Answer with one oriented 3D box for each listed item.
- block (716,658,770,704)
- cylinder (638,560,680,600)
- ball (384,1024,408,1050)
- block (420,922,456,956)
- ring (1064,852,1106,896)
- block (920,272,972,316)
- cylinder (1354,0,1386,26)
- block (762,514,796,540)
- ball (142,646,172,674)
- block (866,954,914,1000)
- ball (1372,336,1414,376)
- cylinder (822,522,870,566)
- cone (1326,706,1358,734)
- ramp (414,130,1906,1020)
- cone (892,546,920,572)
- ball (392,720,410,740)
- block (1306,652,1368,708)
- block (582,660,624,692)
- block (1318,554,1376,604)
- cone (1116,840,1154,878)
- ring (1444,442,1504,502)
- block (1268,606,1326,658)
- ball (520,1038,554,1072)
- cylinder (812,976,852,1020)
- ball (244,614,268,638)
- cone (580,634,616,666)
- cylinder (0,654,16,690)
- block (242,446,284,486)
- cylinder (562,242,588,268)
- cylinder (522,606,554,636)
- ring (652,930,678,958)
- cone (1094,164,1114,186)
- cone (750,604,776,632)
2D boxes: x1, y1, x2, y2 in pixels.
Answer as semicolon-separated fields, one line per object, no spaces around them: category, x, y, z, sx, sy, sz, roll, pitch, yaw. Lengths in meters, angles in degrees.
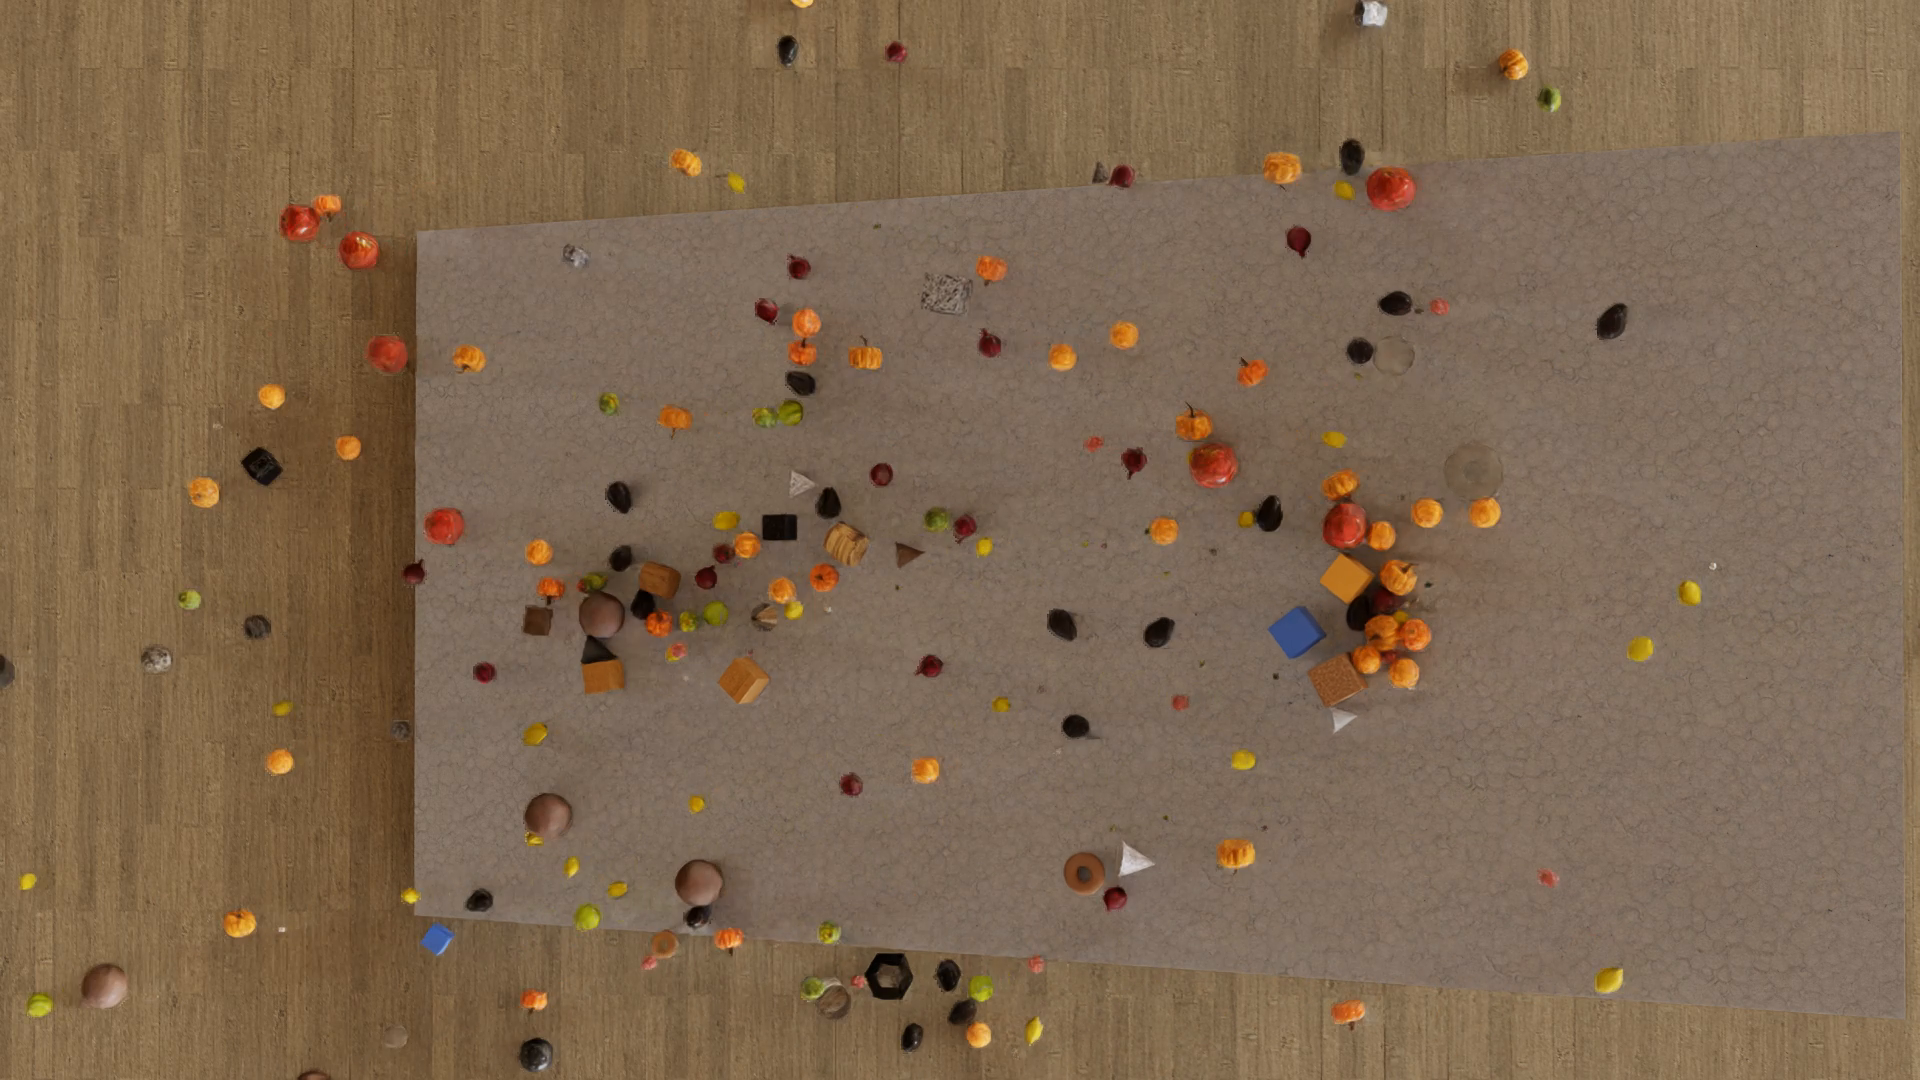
block;-0.588;0.382;5.979;0.087;0.087;0.087;42;104;17
cylinder;-0.832;0.111;6.082;0.084;0.084;0.084;21;89;24
ball;-1.661;1.463;6.472;0.070;0.070;0.070;0;89;0
block;-1.539;1.174;6.477;0.064;0.064;0.064;35;89;2
ring;0.319;0.855;5.638;0.111;0.037;0.111;0;90;21
block;-0.036;-0.644;5.767;0.096;0.096;0.096;10;93;22
cylinder;1.212;-1.556;6.499;0.073;0.073;0.073;-1;89;-14
block;-0.489;-0.033;5.955;0.069;0.069;0.069;-1;89;22
ball;-2.368;0.353;6.479;0.084;0.084;0.084;0;89;0
block;-0.206;1.276;6.432;0.092;0.092;0.092;-4;119;27
ball;1.050;-0.446;5.329;0.099;0.099;0.099;0;89;0
cylinder;-0.304;0.010;5.870;0.088;0.088;0.088;34;89;19
cone;0.943;0.436;5.397;0.072;0.072;0.072;-9;89;-5
ramp;0.283;0.087;5.736;4.000;0.100;2.000;0;89;22
cone;-0.131;0.037;5.830;0.072;0.072;0.072;-22;89;-27
ball;-1.629;0.554;6.411;0.054;0.054;0.054;0;89;0
block;0.922;0.341;5.370;0.099;0.099;0.099;-30;79;19
block;-0.996;0.381;6.146;0.080;0.080;0.080;-9;86;21
block;0.946;0.093;5.370;0.087;0.087;0.087;40;103;17
cone;0.451;0.816;5.582;0.096;0.096;0.096;9;89;-5
ring;1.233;-0.163;5.280;0.143;0.048;0.143;0;90;21
block;0.830;0.227;5.412;0.091;0.091;0.091;-39;76;17
ball;-1.243;1.513;6.457;0.099;0.099;0.099;0;89;0
cylinder;-0.376;1.343;6.447;0.096;0.096;0.096;-3;101;-16
ball;-2.075;0.256;6.487;0.071;0.071;0.071;0;89;0
cone;-1.008;0.319;6.172;0.093;0.093;0.093;14;89;-5
cylinder;-2.830;0.379;6.437;0.096;0.096;0.096;2;72;-5
block;-2.056;-0.217;6.481;0.071;0.071;0.071;-41;66;0
cylinder;-1.080;-0.799;6.178;0.055;0.055;0.055;-51;48;-1
cylinder;-1.195;0.230;6.230;0.073;0.073;0.073;12;88;0
ring;-0.817;1.120;6.092;0.077;0.026;0.077;-3;81;20
cone;0.363;-0.953;5.683;0.055;0.055;0.055;-20;116;0
cone;-0.550;0.213;5.970;0.080;0.080;0.080;0;89;22
